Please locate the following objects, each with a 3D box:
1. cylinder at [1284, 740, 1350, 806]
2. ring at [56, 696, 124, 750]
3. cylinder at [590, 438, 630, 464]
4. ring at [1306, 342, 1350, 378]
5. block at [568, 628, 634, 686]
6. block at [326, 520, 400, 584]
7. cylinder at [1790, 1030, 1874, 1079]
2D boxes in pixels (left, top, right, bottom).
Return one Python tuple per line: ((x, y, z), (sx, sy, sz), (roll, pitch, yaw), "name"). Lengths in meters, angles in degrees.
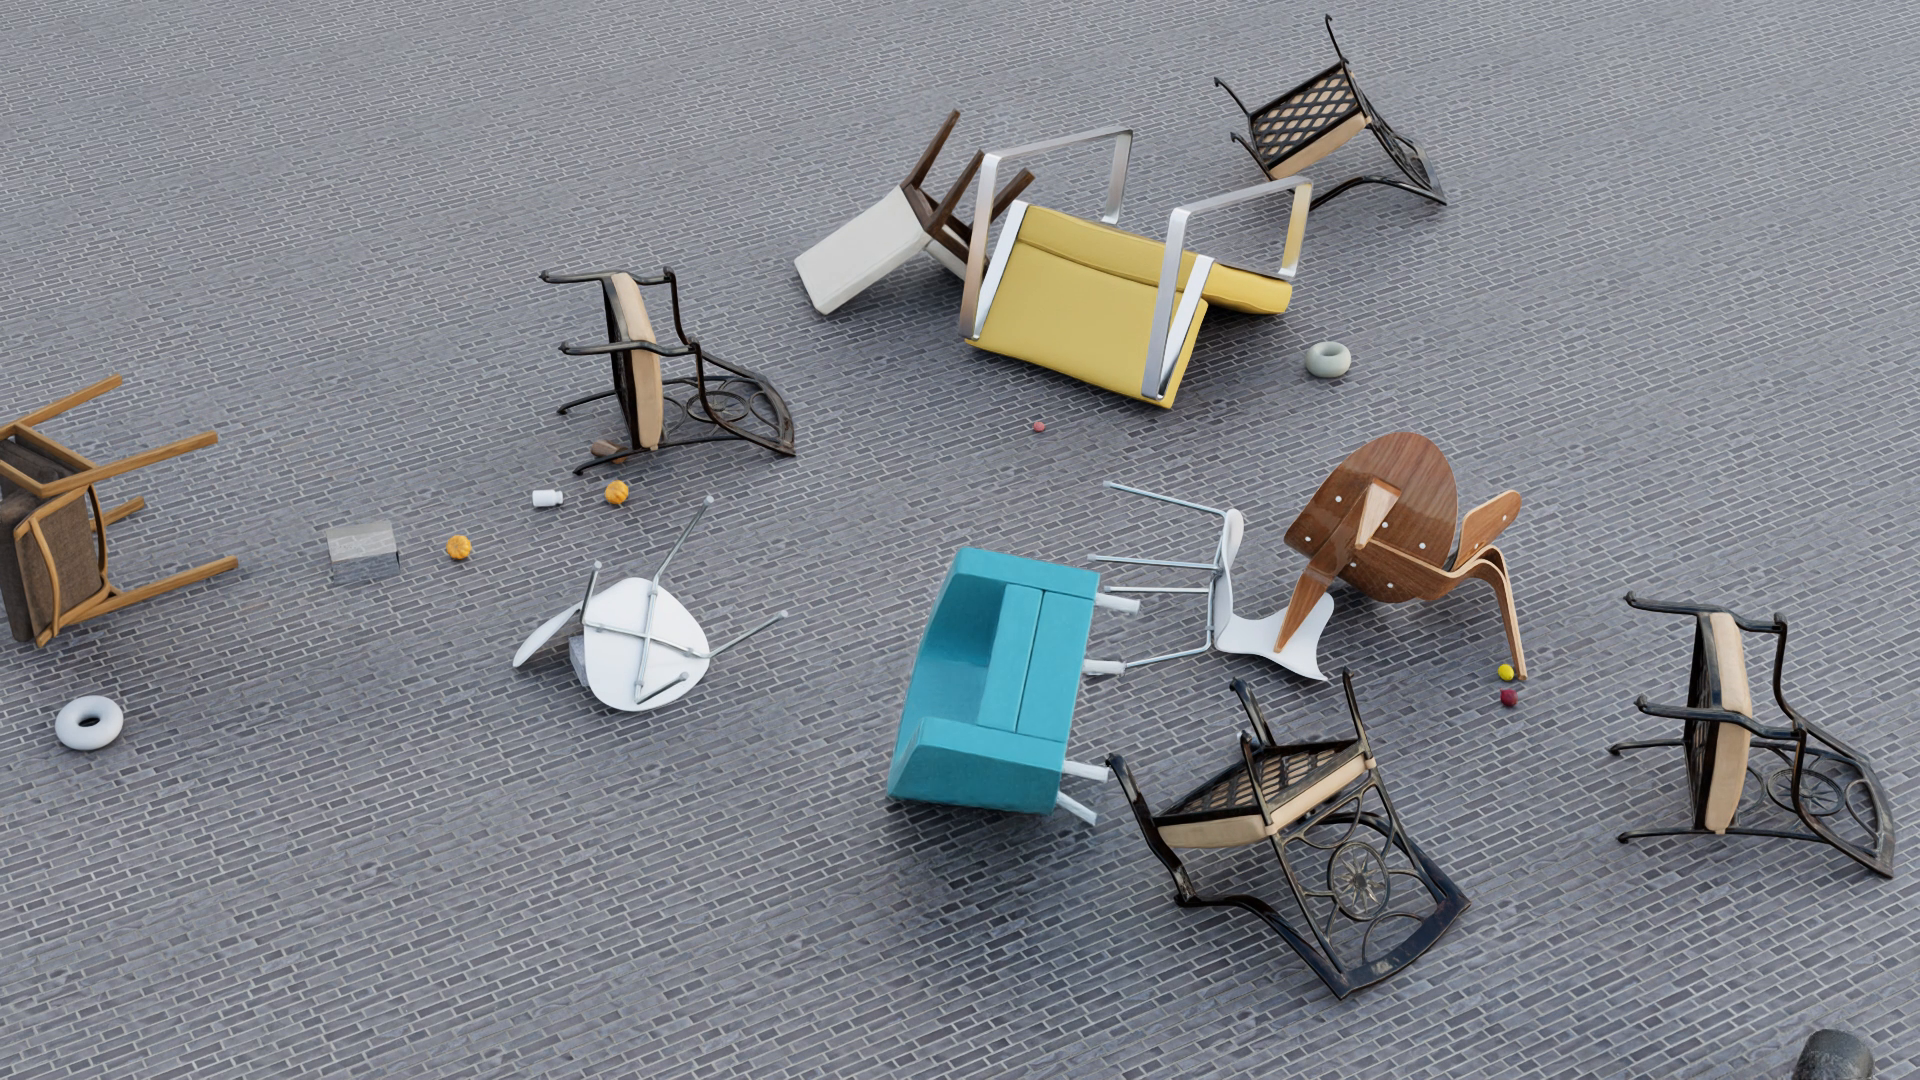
((1.177, 0.764, 9.656), (0.166, 0.116, 0.184), (16, 71, 22), "cylinder")
((-2.952, 0.619, 9.941), (0.225, 0.070, 0.279), (-11, 34, -14), "ring")
((-1.362, -0.346, 11.410), (0.112, 0.064, 0.100), (23, 29, 26), "cylinder")
((1.504, -0.737, 11.978), (0.191, 0.096, 0.180), (-21, 38, -26), "ring")
((-1.252, 0.408, 10.241), (0.187, 0.093, 0.175), (-12, 35, -17), "block")
((-2.197, 0.044, 10.786), (0.239, 0.101, 0.221), (-9, 34, -14), "block")
((2.496, 1.552, 8.414), (0.201, 0.192, 0.223), (34, 42, 9), "cylinder")
